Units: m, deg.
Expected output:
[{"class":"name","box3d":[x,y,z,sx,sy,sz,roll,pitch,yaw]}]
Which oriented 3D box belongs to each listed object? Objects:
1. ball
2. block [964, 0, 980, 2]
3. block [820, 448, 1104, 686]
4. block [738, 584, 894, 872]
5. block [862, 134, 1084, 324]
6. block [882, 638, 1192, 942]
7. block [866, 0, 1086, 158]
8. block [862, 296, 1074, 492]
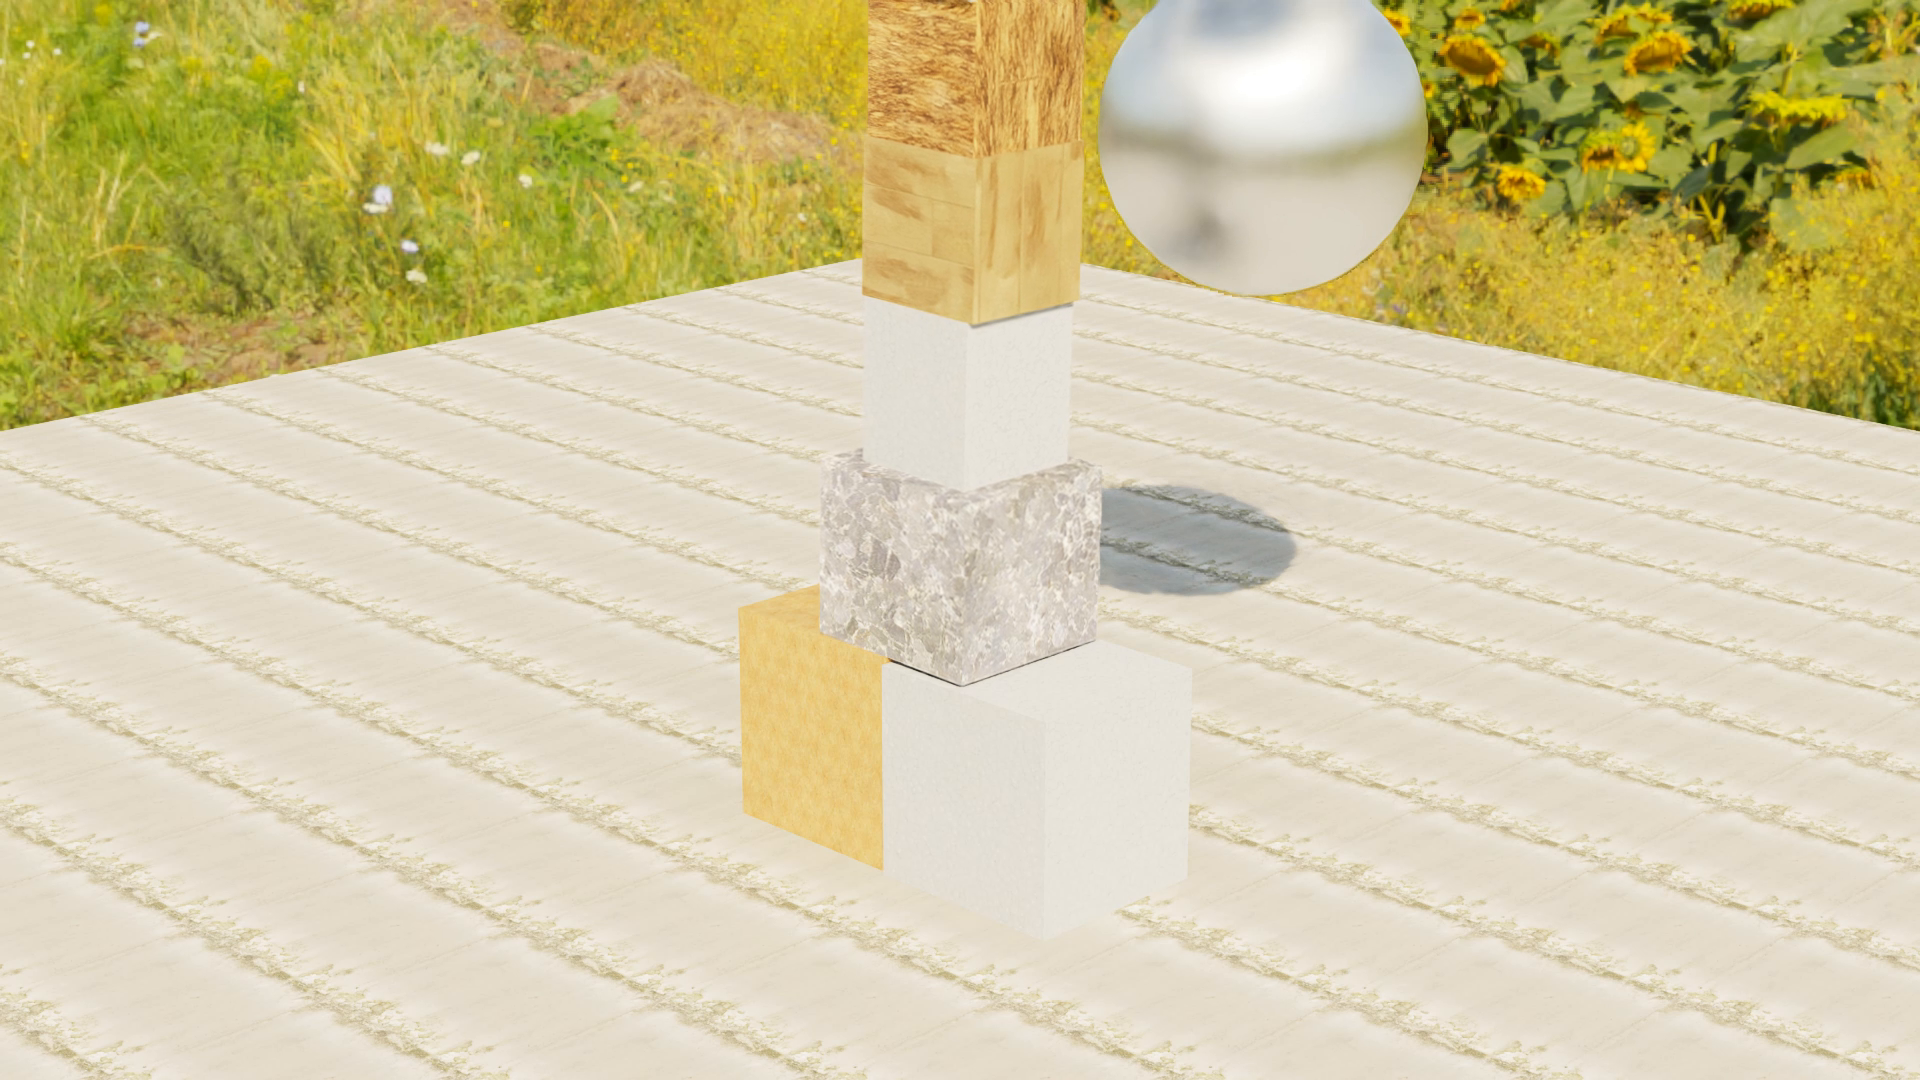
[{"class":"ball","box3d":[1.467,-1.988,14.254,1.600,1.600,1.600,0,17,0]},{"class":"block","box3d":[0.083,-2.649,12.450,0.729,0.585,0.642,-17,26,-42]},{"class":"block","box3d":[-0.001,0.044,13.336,0.874,0.833,0.925,-17,26,-42]},{"class":"block","box3d":[-0.372,0.827,13.972,0.913,1.044,0.996,-17,24,-42]},{"class":"block","box3d":[0.054,-1.411,12.867,0.669,0.714,0.693,-17,26,-42]},{"class":"block","box3d":[0.344,1.055,13.288,0.953,1.020,1.015,-17,24,-42]},{"class":"block","box3d":[0.068,-2.060,12.647,0.668,0.656,0.650,-17,26,-42]},{"class":"block","box3d":[0.033,-0.713,13.097,0.665,0.756,0.642,-17,26,-42]}]
